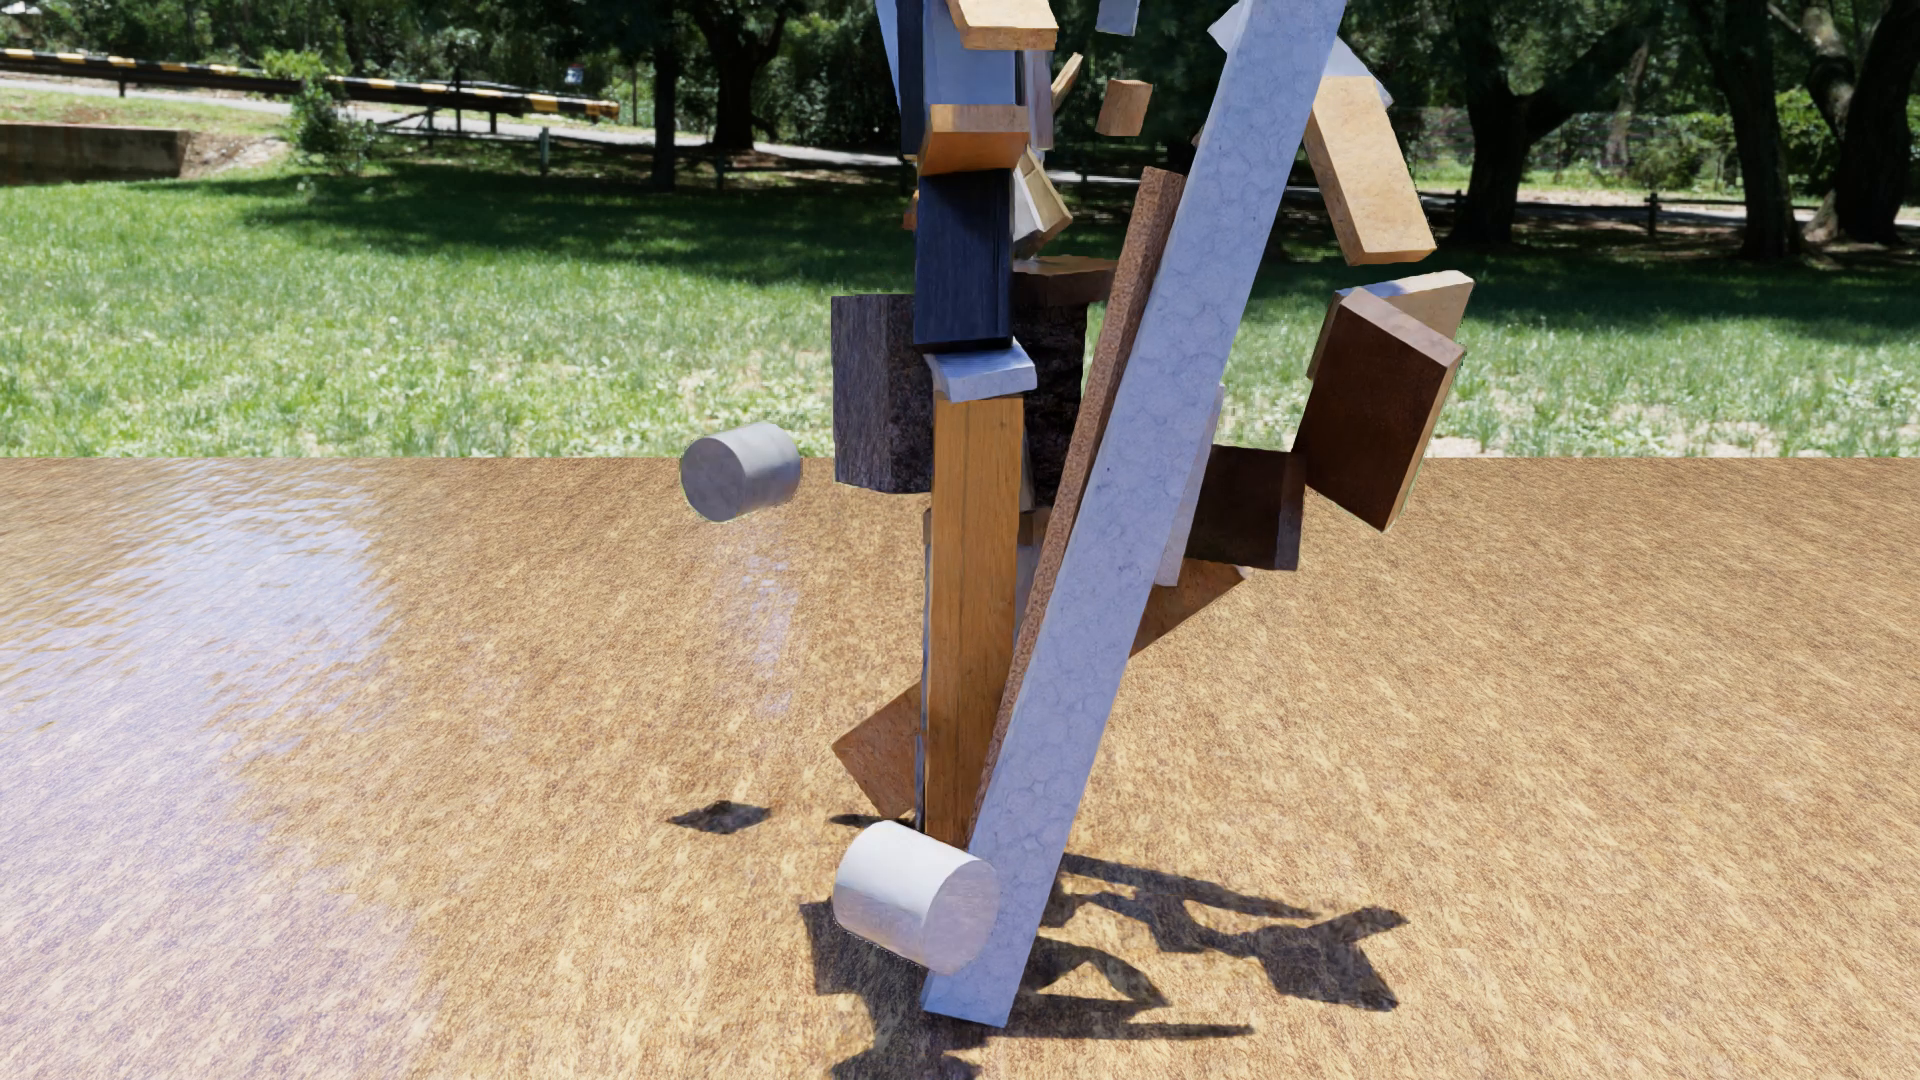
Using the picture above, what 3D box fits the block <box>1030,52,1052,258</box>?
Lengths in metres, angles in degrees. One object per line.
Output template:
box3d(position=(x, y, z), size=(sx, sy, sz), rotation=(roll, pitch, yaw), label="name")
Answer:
box3d(position=(0.062, -0.219, 4.064), size=(0.103, 1.460, 0.029), rotation=(5, 2, 12), label="block")

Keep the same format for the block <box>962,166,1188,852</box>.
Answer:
box3d(position=(0.165, 0.032, 3.087), size=(0.037, 1.109, 0.130), rotation=(22, 13, 37), label="block")

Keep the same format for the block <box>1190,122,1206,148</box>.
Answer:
box3d(position=(0.419, -0.627, 3.370), size=(0.082, 0.023, 0.291), rotation=(42, -7, -1), label="block")

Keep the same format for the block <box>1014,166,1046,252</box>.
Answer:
box3d(position=(0.049, -0.505, 3.200), size=(0.094, 0.187, 0.027), rotation=(-28, -22, 20), label="block")

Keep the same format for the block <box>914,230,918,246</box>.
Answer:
box3d(position=(-0.029, -0.360, 3.075), size=(0.054, 0.191, 0.015), rotation=(-18, -31, 18), label="block")

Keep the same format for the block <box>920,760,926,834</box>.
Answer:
box3d(position=(0.007, 0.488, 3.411), size=(0.142, 0.283, 0.040), rotation=(3, 8, -4), label="block")

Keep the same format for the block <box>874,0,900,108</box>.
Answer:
box3d(position=(-0.032, -0.785, 3.273), size=(0.172, 0.345, 0.049), rotation=(-17, -29, 9), label="block")

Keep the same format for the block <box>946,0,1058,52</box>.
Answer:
box3d(position=(0.041, -0.741, 2.948), size=(0.123, 0.035, 0.246), rotation=(-2, 46, -15), label="block")

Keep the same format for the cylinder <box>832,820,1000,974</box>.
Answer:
box3d(position=(-0.058, 0.477, 2.942), size=(0.159, 0.159, 0.159), rotation=(18, 19, 37), label="cylinder")

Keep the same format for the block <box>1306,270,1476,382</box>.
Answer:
box3d(position=(0.658, -0.323, 3.356), size=(0.290, 0.145, 0.041), rotation=(-14, 41, -39), label="block")

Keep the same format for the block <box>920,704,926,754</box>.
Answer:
box3d(position=(0.014, 0.312, 3.476), size=(0.142, 0.040, 0.284), rotation=(1, 9, -4), label="block")

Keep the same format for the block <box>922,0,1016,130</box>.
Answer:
box3d(position=(0.012, -0.678, 3.042), size=(0.123, 0.246, 0.035), rotation=(0, -7, -6), label="block")

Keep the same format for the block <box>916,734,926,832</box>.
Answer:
box3d(position=(0.000, 0.460, 3.590), size=(0.142, 0.284, 0.040), rotation=(-1, 9, -4), label="block")

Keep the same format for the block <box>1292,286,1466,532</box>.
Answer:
box3d(position=(0.602, -0.186, 3.220), size=(0.179, 0.358, 0.051), rotation=(35, 54, 20), label="block")

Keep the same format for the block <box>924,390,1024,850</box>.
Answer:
box3d(position=(0.015, 0.165, 3.150), size=(0.118, 0.812, 0.033), rotation=(-2, 27, -7), label="block")

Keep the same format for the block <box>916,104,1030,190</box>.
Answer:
box3d(position=(0.015, -0.536, 3.020), size=(0.130, 0.037, 0.259), rotation=(-1, -8, -6), label="block")

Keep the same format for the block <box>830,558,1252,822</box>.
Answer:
box3d(position=(0.123, 0.214, 3.836), size=(0.872, 0.179, 0.051), rotation=(-37, -1, 30), label="block")

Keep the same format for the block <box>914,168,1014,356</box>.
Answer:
box3d(position=(0.007, -0.384, 3.031), size=(0.130, 0.259, 0.037), rotation=(-3, -21, 12), label="block")

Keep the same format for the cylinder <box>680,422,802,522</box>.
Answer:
box3d(position=(-0.397, -0.125, 3.989), size=(0.154, 0.154, 0.154), rotation=(7, 17, 34), label="cylinder")

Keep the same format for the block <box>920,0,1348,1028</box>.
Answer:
box3d(position=(0.229, -0.037, 3.010), size=(0.123, 1.506, 0.035), rotation=(16, 9, -14), label="block")

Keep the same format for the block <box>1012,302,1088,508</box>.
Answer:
box3d(position=(0.096, -0.204, 3.216), size=(0.155, 0.310, 0.044), rotation=(2, 18, -7), label="block")

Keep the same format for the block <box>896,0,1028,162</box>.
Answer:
box3d(position=(0.000, -0.718, 3.113), size=(0.172, 0.347, 0.049), rotation=(-3, -2, 9), label="block")

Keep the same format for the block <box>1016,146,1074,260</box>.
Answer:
box3d(position=(0.083, -0.511, 3.216), size=(0.094, 0.187, 0.027), rotation=(-38, -26, 21), label="block")

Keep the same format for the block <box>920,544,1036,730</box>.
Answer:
box3d(position=(0.025, 0.146, 3.367), size=(0.163, 0.326, 0.046), rotation=(2, 29, 0), label="block")

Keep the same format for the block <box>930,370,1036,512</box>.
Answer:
box3d(position=(0.034, -0.152, 3.145), size=(0.118, 0.236, 0.033), rotation=(-2, 28, 13), label="block")

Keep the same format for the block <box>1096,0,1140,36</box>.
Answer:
box3d(position=(0.261, -0.881, 3.558), size=(0.061, 0.122, 0.017), rotation=(12, 10, 14), label="block")

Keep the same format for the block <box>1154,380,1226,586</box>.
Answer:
box3d(position=(0.303, -0.107, 3.188), size=(0.044, 0.310, 0.155), rotation=(5, 23, -18), label="block")

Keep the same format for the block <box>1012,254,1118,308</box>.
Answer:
box3d(position=(0.141, -0.377, 3.182), size=(0.155, 0.044, 0.310), rotation=(11, 15, 32), label="block")

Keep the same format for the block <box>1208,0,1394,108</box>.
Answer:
box3d(position=(0.533, -0.745, 3.450), size=(0.145, 0.290, 0.041), rotation=(-41, -22, 13), label="block")

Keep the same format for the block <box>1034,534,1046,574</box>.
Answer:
box3d(position=(0.105, 0.154, 3.590), size=(0.163, 0.405, 0.046), rotation=(14, 26, 6), label="block")

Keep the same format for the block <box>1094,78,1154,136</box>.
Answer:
box3d(position=(0.255, -0.670, 3.411), size=(0.023, 0.082, 0.165), rotation=(21, 17, 16), label="block")

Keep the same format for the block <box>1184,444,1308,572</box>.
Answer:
box3d(position=(0.382, -0.061, 3.438), size=(0.051, 0.179, 0.358), rotation=(2, 5, -41), label="block")

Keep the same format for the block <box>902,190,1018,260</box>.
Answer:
box3d(position=(0.016, -0.524, 3.641), size=(0.206, 0.029, 0.103), rotation=(17, 39, 4), label="block")

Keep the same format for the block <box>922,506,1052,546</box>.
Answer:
box3d(position=(0.061, -0.046, 3.364), size=(0.163, 0.046, 0.326), rotation=(1, 11, 13), label="block")

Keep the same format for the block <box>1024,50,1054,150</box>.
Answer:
box3d(position=(0.110, -0.693, 3.434), size=(0.023, 0.165, 0.082), rotation=(2, 9, 37), label="block")

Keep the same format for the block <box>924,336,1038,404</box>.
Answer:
box3d(position=(0.023, -0.249, 3.027), size=(0.118, 0.033, 0.236), rotation=(-10, 23, -7), label="block")

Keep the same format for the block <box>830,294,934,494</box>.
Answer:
box3d(position=(-0.015, -0.234, 3.408), size=(0.294, 0.294, 0.294), rotation=(-3, 6, -19), label="block")

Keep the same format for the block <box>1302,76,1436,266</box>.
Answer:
box3d(position=(0.595, -0.550, 3.265), size=(0.145, 0.290, 0.041), rotation=(-8, -17, -33), label="block")

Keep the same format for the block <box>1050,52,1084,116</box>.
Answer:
box3d(position=(0.162, -0.733, 3.579), size=(0.017, 0.061, 0.122), rotation=(28, 56, 6), label="block")
